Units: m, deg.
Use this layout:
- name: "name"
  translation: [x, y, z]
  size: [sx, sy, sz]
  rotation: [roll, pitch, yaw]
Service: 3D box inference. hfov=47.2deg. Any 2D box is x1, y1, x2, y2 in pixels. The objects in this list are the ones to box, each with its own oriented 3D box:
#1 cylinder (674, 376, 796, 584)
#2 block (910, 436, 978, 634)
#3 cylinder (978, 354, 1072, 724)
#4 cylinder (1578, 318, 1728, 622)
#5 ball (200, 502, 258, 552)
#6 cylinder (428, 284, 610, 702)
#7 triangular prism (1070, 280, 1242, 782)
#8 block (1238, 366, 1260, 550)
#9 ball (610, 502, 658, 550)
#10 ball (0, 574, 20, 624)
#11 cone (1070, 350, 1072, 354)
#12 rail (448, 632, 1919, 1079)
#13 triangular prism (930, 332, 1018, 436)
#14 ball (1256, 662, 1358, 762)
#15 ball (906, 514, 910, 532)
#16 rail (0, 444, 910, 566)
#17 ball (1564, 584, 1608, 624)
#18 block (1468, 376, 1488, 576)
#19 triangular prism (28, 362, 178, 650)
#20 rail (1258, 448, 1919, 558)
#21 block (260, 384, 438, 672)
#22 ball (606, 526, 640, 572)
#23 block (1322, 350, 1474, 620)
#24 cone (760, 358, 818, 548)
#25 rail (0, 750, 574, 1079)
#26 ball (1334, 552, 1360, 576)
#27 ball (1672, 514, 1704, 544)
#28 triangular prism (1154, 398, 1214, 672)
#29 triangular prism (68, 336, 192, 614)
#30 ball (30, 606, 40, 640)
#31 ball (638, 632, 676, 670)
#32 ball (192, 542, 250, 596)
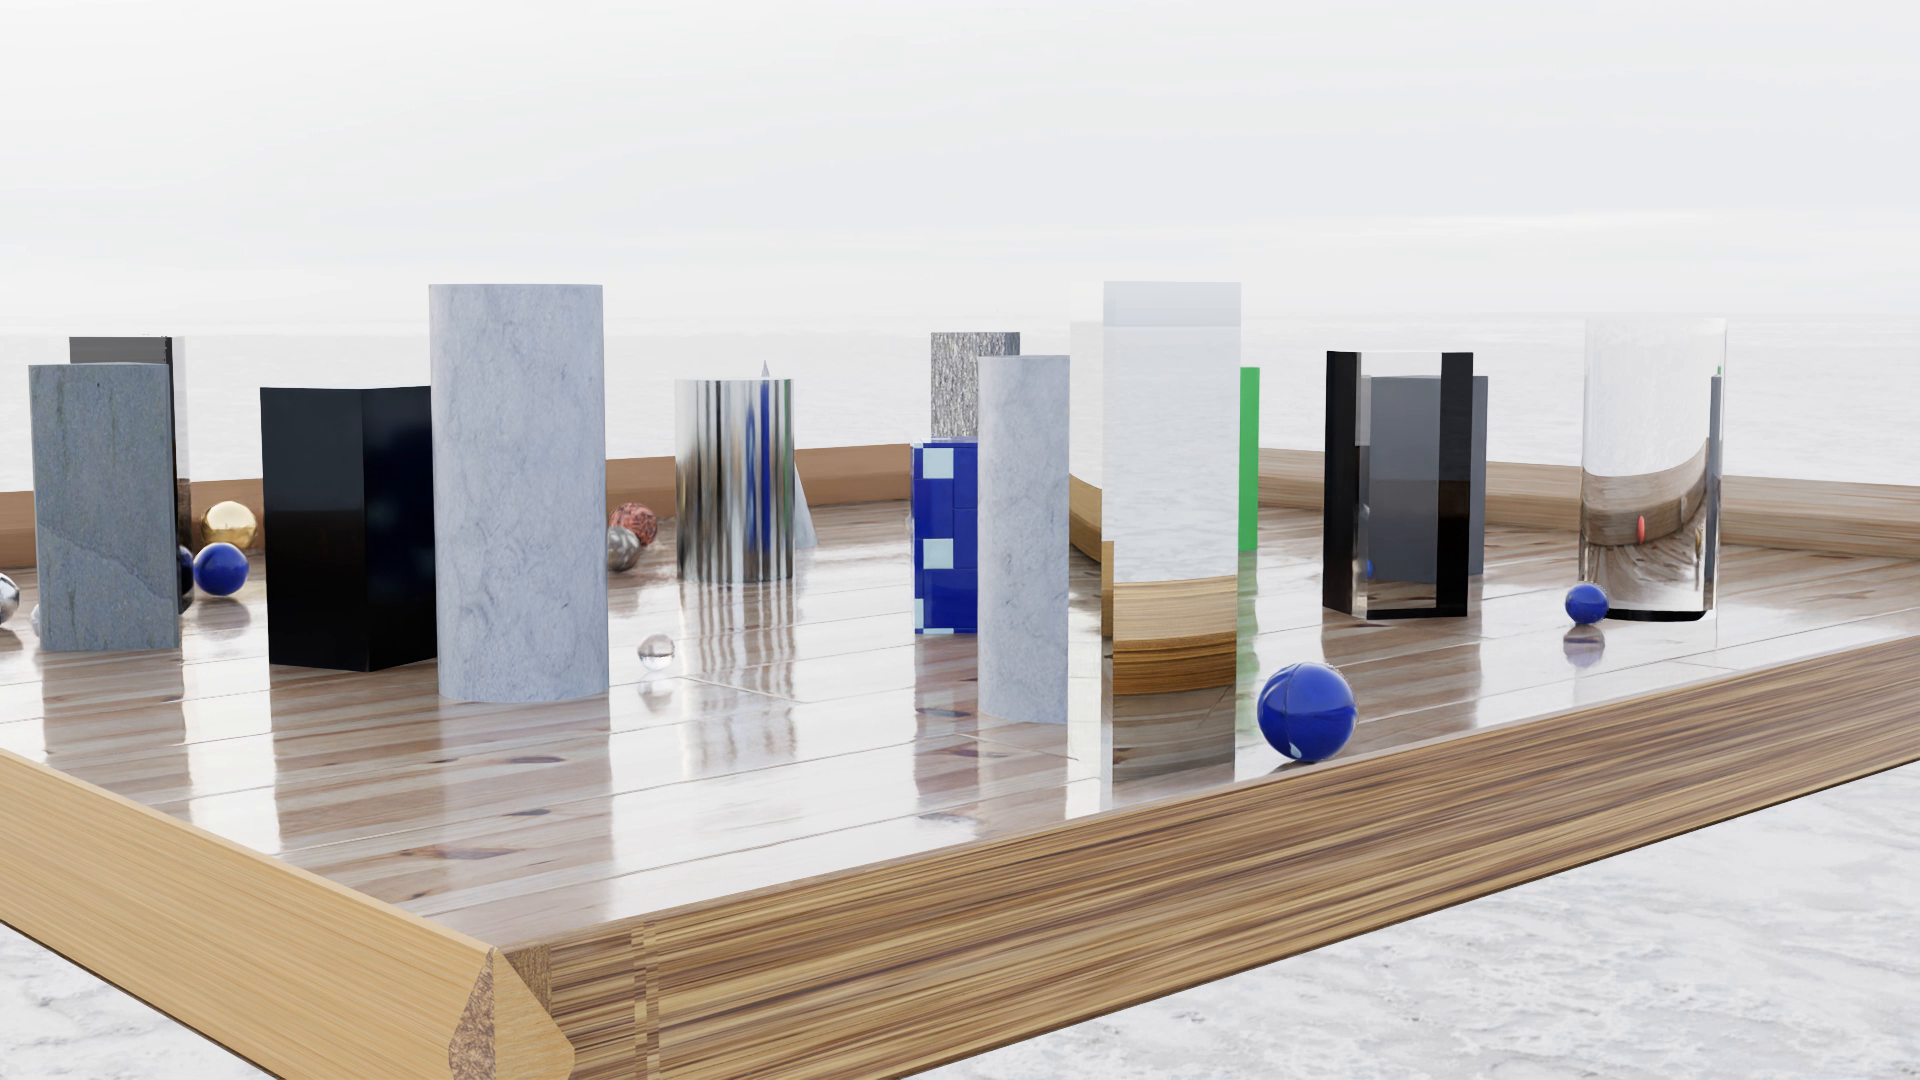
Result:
- name: "cylinder"
  translation: [-0.377, -0.105, 3.690]
  size: [0.199, 0.332, 0.199]
  rotation: [0, 6, 0]
- name: "block"
  translation: [0.012, -0.010, 3.114]
  size: [0.159, 0.264, 0.159]
  rotation: [0, 6, -3]
- name: "cylinder"
  translation: [0.119, -0.007, 2.459]
  size: [0.199, 0.394, 0.199]
  rotation: [0, 6, 0]
- name: "cylinder"
  translation: [1.016, -0.108, 3.233]
  size: [0.199, 0.434, 0.199]
  rotation: [0, 6, 0]
- name: "ball"
  translation: [-1.333, -0.021, 4.012]
  size: [0.100, 0.100, 0.100]
  rotation: [0, 6, 0]
- name: "cylinder"
  translation: [-0.516, -0.061, 2.583]
  size: [0.199, 0.475, 0.199]
  rotation: [0, 6, 0]
- name: "triangular prism"
  translation: [0.160, -0.016, 2.167]
  size: [0.173, 0.472, 0.149]
  rotation: [-5, 8, -38]
- name: "block"
  translation: [0.446, -0.154, 4.122]
  size: [0.159, 0.341, 0.159]
  rotation: [-4, 7, -35]
- name: "ball"
  translation: [-0.609, -0.025, 4.103]
  size: [0.088, 0.088, 0.088]
  rotation: [0, 6, 0]
- name: "ball"
  translation: [-1.371, 0.084, 3.108]
  size: [0.078, 0.078, 0.078]
  rotation: [0, 6, 0]
- name: "cone"
  translation: [0.222, -0.197, 4.352]
  size: [0.199, 0.378, 0.199]
  rotation: [0, 6, 0]
- name: "rail"
  translation: [1.001, 0.146, 2.253]
  size: [3.394, 0.129, 0.045]
  rotation: [-5, 8, -42]
- name: "triangular prism"
  translation: [0.061, -0.174, 3.999]
  size: [0.173, 0.406, 0.149]
  rotation: [5, 7, 37]
- name: "ball"
  translation: [0.344, 0.170, 2.180]
  size: [0.098, 0.098, 0.098]
  rotation: [0, 6, 0]
- name: "ball"
  translation: [-0.086, -0.035, 4.392]
  size: [0.048, 0.048, 0.048]
  rotation: [0, 6, 0]
- name: "rail"
  translation: [-1.001, -0.079, 4.410]
  size: [3.394, 0.129, 0.045]
  rotation: [-5, 8, -42]
- name: "ball"
  translation: [0.891, 0.091, 3.131]
  size: [0.059, 0.059, 0.059]
  rotation: [0, 6, 0]
- name: "block"
  translation: [0.778, -0.110, 3.721]
  size: [0.159, 0.336, 0.159]
  rotation: [5, 8, 42]
- name: "triangular prism"
  translation: [-1.135, -0.050, 2.957]
  size: [0.173, 0.375, 0.149]
  rotation: [-1, 6, -9]
- name: "rail"
  translation: [1.230, -0.084, 4.460]
  size: [0.045, 0.129, 2.998]
  rotation: [-5, 8, -42]
- name: "block"
  translation: [-0.769, -0.021, 2.805]
  size: [0.159, 0.350, 0.159]
  rotation: [3, 7, 25]
- name: "ball"
  translation: [-0.584, 0.017, 3.751]
  size: [0.078, 0.078, 0.078]
  rotation: [0, 6, 0]
- name: "block"
  translation: [0.645, -0.086, 3.253]
  size: [0.159, 0.386, 0.159]
  rotation: [-2, 6, -14]
- name: "cone"
  translation: [-0.370, -0.169, 4.191]
  size: [0.199, 0.356, 0.199]
  rotation: [0, 6, 0]
- name: "rail"
  translation: [-1.230, 0.151, 2.203]
  size: [0.045, 0.129, 2.998]
  rotation: [-5, 8, -42]
- name: "ball"
  translation: [0.650, 0.042, 3.693]
  size: [0.041, 0.041, 0.041]
  rotation: [0, 6, 0]
- name: "ball"
  translation: [1.401, -0.022, 4.231]
  size: [0.056, 0.056, 0.056]
  rotation: [0, 6, 0]
- name: "triangular prism"
  translation: [0.216, -0.012, 2.798]
  size: [0.149, 0.333, 0.173]
  rotation: [4, 7, 33]
- name: "triangular prism"
  translation: [-1.209, -0.102, 3.309]
  size: [0.173, 0.407, 0.149]
  rotation: [2, 6, 17]
- name: "ball"
  translation: [-1.219, 0.109, 2.956]
  size: [0.059, 0.059, 0.059]
  rotation: [0, 6, 0]
- name: "ball"
  translation: [-0.377, 0.139, 2.733]
  size: [0.047, 0.047, 0.047]
  rotation: [0, 6, 0]
- name: "ball"
  translation: [-1.156, 0.046, 3.437]
  size: [0.085, 0.085, 0.085]
  rotation: [0, 6, 0]
